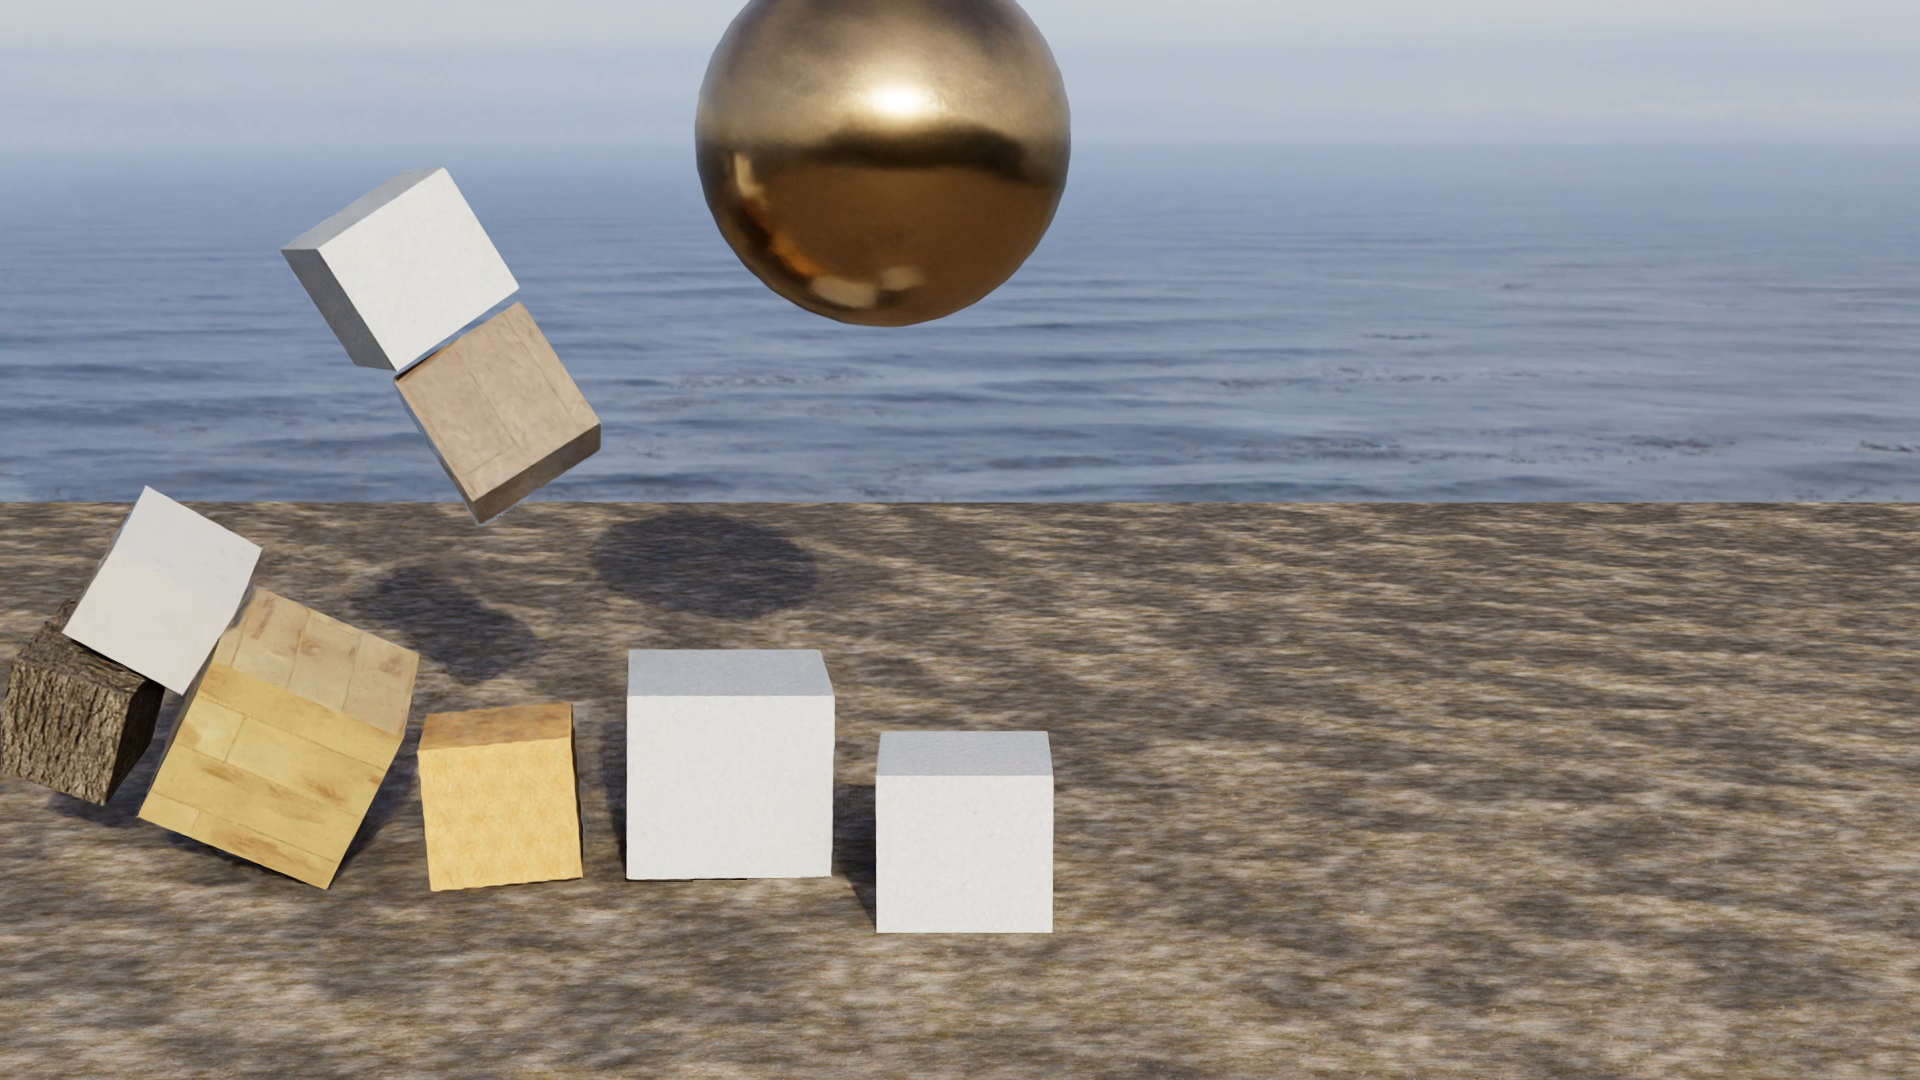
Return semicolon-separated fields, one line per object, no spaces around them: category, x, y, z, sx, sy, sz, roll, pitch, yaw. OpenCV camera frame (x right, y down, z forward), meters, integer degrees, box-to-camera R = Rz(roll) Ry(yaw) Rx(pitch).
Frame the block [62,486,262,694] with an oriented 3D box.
block;-3.454;0.215;11.135;0.563;0.488;0.577;31;23;-18

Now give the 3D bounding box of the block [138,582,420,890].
block;-2.988;0.852;11.334;0.856;0.813;0.859;25;17;-16

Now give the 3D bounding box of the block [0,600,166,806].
block;-3.841;0.709;11.265;0.512;0.571;0.578;19;25;-4

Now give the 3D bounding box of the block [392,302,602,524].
block;-1.965;-0.533;10.958;0.621;0.612;0.643;-33;-3;-11

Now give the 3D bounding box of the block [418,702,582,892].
block;-2.039;1.134;11.451;0.654;0.634;0.645;-5;11;-7

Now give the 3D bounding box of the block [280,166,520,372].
block;-2.349;-1.136;10.745;0.627;0.586;0.612;-38;22;-20

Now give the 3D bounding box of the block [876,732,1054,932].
block;0.019;1.231;10.922;0.727;0.671;0.723;0;10;0

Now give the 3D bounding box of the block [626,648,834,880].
block;-1.061;1.001;11.688;0.898;0.823;0.938;0;10;-7

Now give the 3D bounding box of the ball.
ball;-0.325;-1.703;10.871;1.600;1.600;1.600;0;10;0
